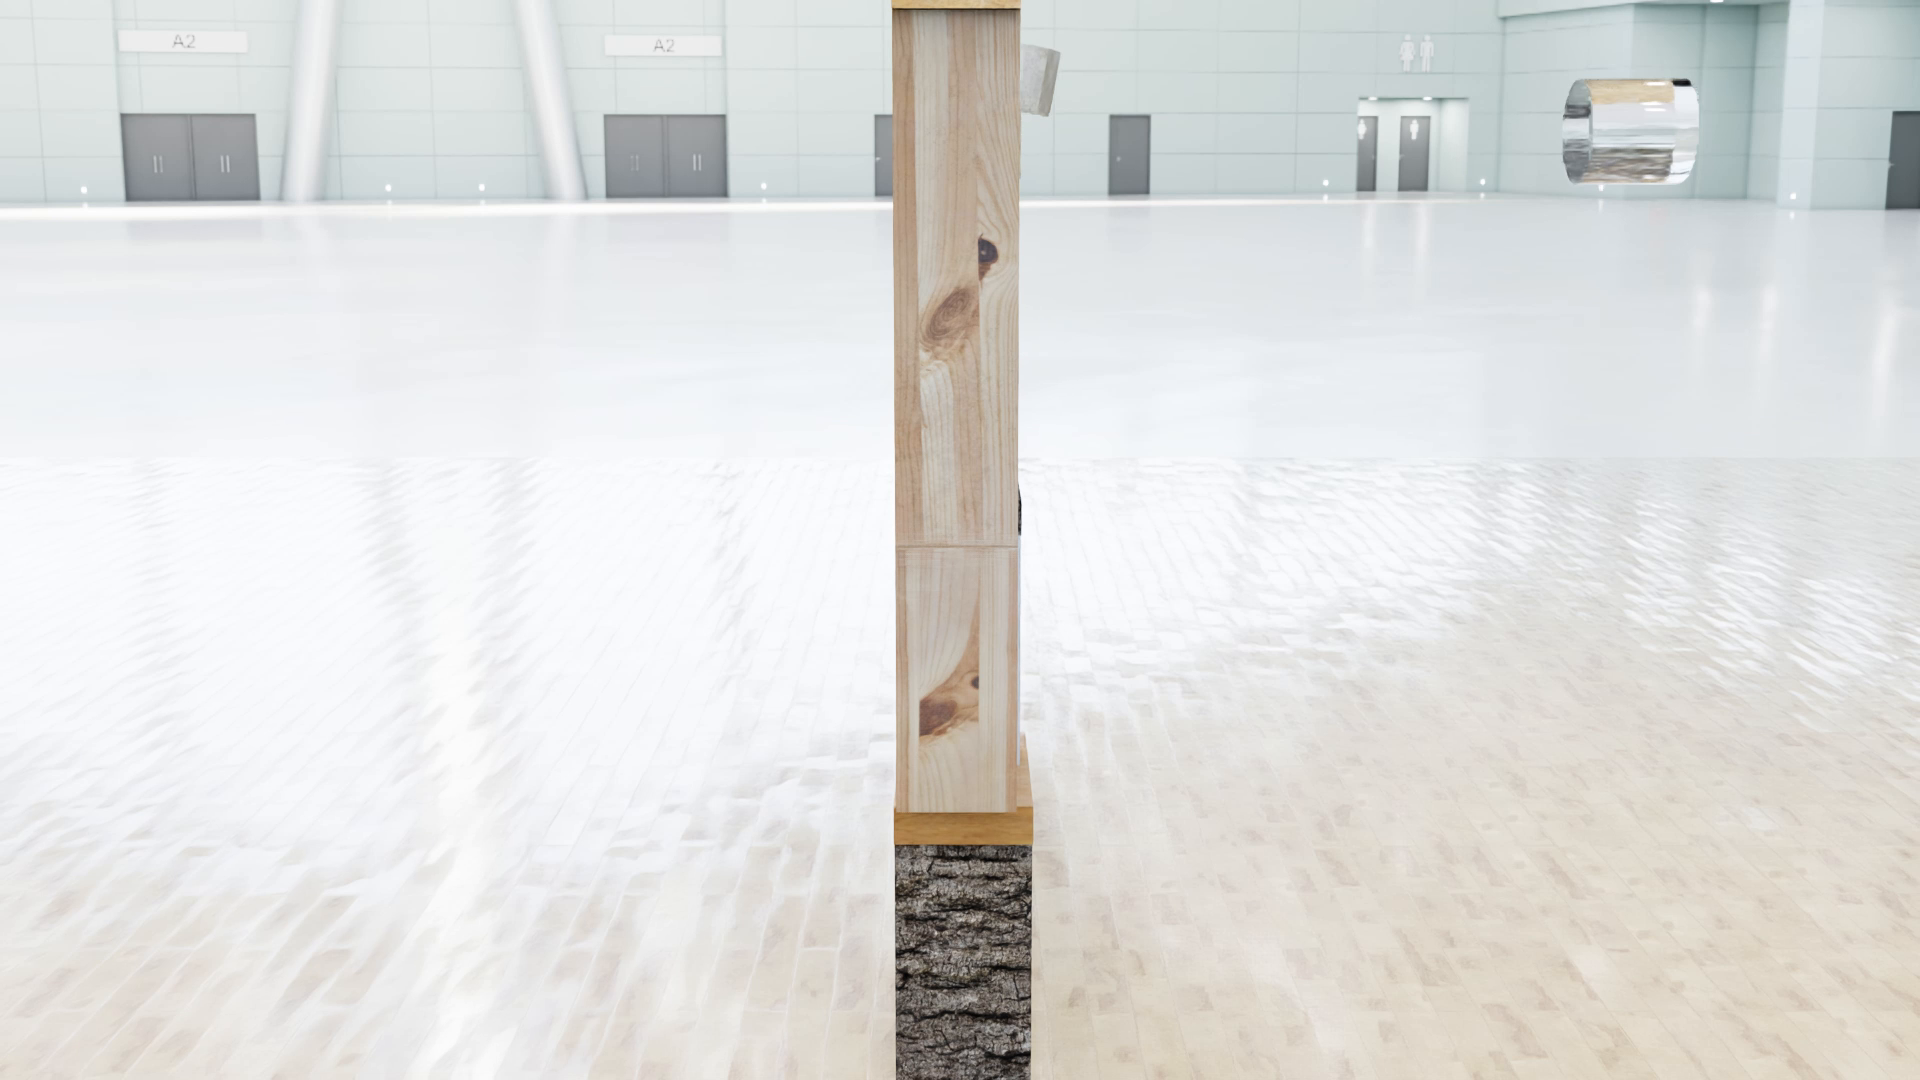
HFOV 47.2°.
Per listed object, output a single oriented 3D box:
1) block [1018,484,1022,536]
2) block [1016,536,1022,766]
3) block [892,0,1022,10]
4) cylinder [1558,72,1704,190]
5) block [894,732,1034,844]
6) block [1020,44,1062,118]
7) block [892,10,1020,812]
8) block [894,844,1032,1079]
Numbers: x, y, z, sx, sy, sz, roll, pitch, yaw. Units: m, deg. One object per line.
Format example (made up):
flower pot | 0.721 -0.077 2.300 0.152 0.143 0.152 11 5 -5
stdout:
block | 0.001 -0.058 3.040 0.161 0.046 0.322 0 11 0
block | 0.001 0.142 2.968 0.161 0.322 0.046 0 11 0
block | -0.005 -0.669 2.707 0.152 0.043 0.303 0 11 0
cylinder | 1.586 -0.969 5.213 0.247 0.247 0.247 5 10 -9
block | 0.004 0.331 2.974 0.178 0.050 0.356 0 11 0
block | 0.182 -1.459 6.937 0.206 0.206 0.206 13 12 11
block | -0.004 -0.145 2.702 0.152 0.985 0.043 0 11 0
block | 0.004 0.553 2.894 0.178 0.356 0.050 0 11 0
